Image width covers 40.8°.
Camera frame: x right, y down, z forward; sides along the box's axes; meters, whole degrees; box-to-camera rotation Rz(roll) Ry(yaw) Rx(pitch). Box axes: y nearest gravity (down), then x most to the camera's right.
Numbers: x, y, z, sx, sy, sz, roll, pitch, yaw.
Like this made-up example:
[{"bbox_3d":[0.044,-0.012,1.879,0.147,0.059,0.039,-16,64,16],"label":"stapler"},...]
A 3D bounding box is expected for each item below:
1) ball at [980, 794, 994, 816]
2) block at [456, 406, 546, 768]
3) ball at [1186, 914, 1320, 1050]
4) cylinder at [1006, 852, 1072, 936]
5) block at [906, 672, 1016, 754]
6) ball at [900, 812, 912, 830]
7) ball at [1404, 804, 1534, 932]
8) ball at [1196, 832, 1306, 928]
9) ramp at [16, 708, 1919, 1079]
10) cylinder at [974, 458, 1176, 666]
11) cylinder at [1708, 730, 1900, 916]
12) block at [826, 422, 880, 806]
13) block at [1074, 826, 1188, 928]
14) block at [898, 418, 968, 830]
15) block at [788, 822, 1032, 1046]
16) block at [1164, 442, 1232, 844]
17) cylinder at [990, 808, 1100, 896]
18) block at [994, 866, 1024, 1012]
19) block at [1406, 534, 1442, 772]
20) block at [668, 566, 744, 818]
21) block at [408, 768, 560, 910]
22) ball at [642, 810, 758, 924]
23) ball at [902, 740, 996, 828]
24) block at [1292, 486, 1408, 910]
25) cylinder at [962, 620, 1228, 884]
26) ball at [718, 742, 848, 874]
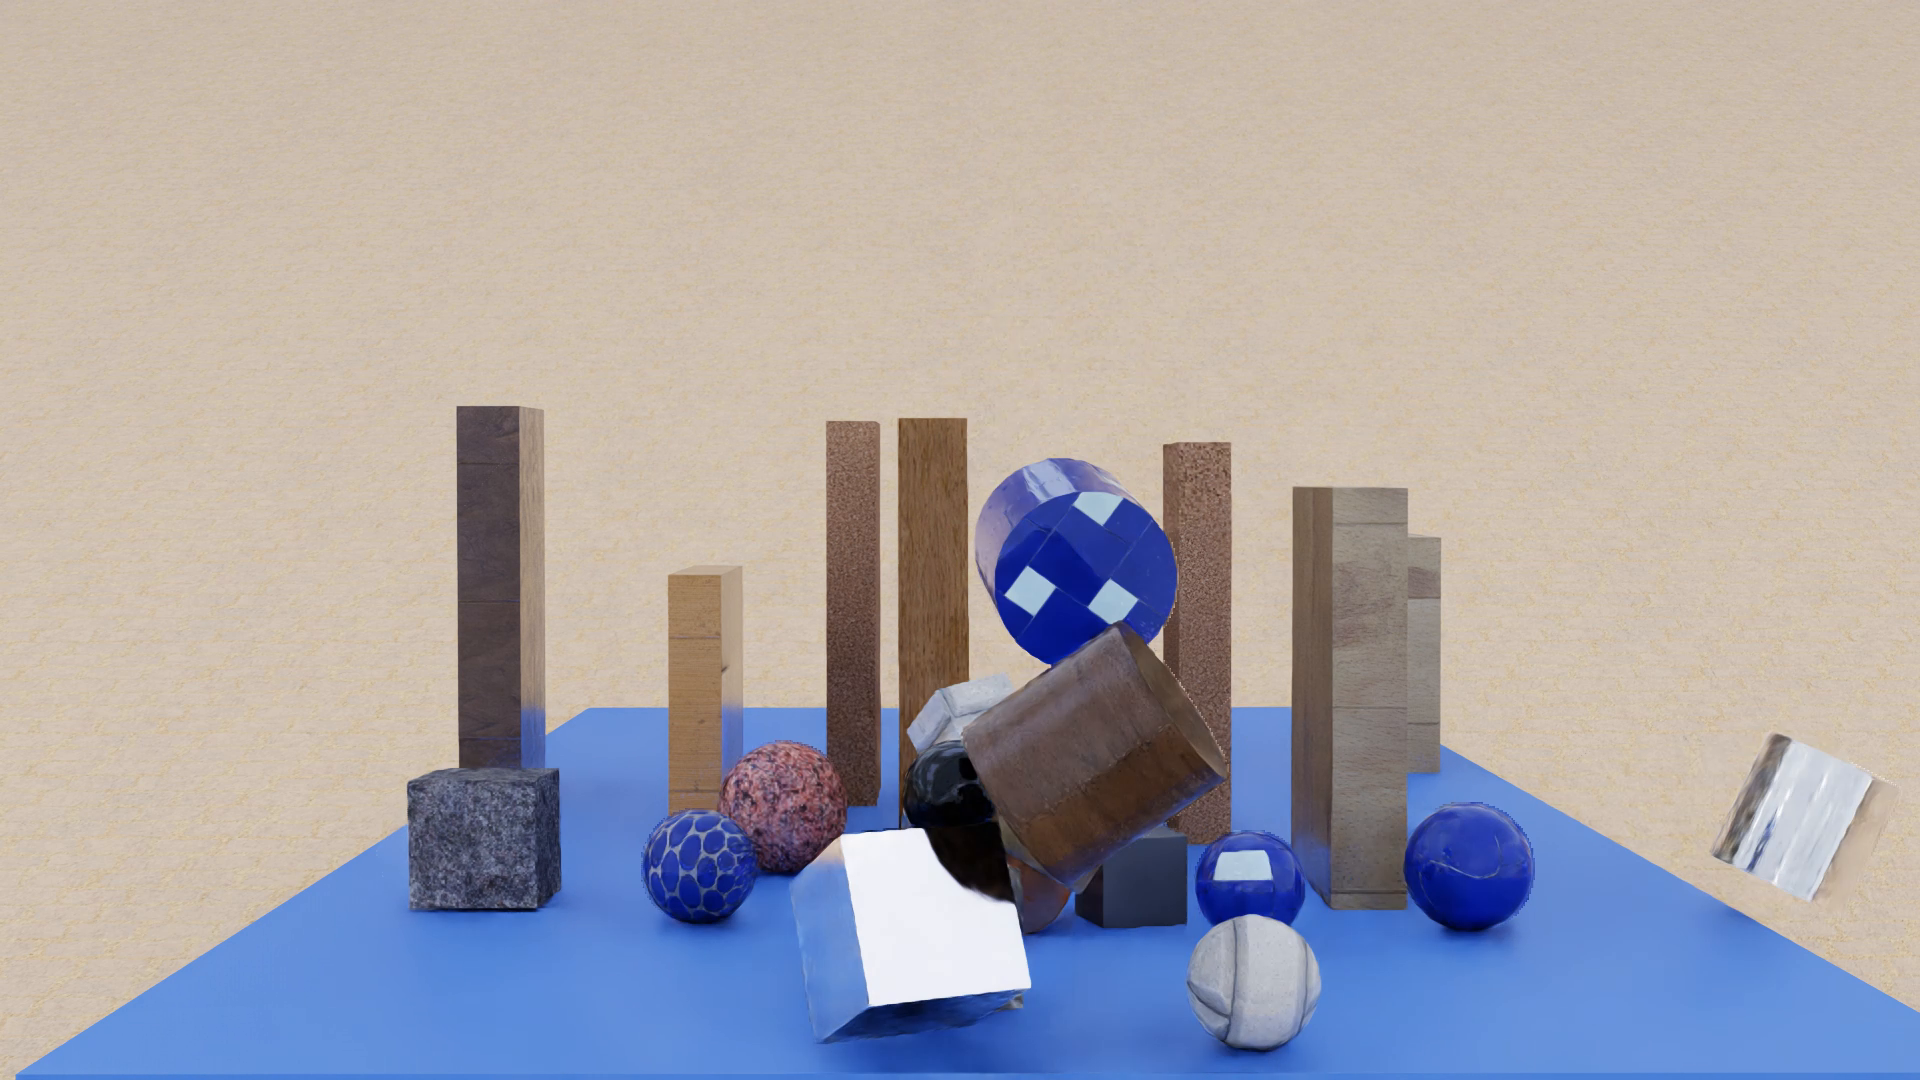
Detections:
[{"bbox_3d":[0.108,0.418,3.894,0.155,0.155,0.155,0,26,0],"label":"ball"},{"bbox_3d":[-0.853,0.113,4.808,0.114,0.718,0.279,0,1,0],"label":"block"},{"bbox_3d":[0.304,0.458,2.672,0.139,0.139,0.139,0,26,0],"label":"ball"},{"bbox_3d":[0.075,0.430,3.391,0.158,0.158,0.158,3,2,7],"label":"cylinder"},{"bbox_3d":[0.018,0.261,3.420,0.110,0.110,0.110,-12,63,-33],"label":"block"},{"bbox_3d":[-0.032,0.436,3.946,0.117,0.117,0.117,0,26,0],"label":"ball"},{"bbox_3d":[0.662,0.426,3.362,0.166,0.166,0.166,0,26,0],"label":"ball"},{"bbox_3d":[0.370,0.442,3.285,0.140,0.140,0.140,0,26,0],"label":"ball"},{"bbox_3d":[0.058,0.528,4.565,2.000,0.100,4.000,0,1,0],"label":"ramp"},{"bbox_3d":[0.128,0.025,2.945,0.204,0.204,0.204,-3,12,-6],"label":"cylinder"},{"bbox_3d":[1.135,0.380,3.467,0.186,0.186,0.186,26,1,-1],"label":"cylinder"},{"bbox_3d":[-0.195,0.129,4.753,0.088,0.689,0.287,0,1,0],"label":"block"},{"bbox_3d":[0.228,0.449,3.447,0.117,0.117,0.117,0,2,-16],"label":"block"},{"bbox_3d":[-0.042,0.147,4.196,0.108,0.681,0.394,0,1,0],"label":"block"},{"bbox_3d":[-0.054,0.406,2.659,0.174,0.174,0.174,-2,68,-23],"label":"block"},{"bbox_3d":[0.393,0.162,4.293,0.083,0.646,0.326,0,1,0],"label":"block"},{"bbox_3d":[0.112,0.313,2.921,0.129,0.129,0.129,30,30,3],"label":"cylinder"},{"bbox_3d":[-0.038,0.444,2.886,0.154,0.154,0.154,-1,1,-34],"label":"block"},{"bbox_3d":[0.884,0.224,5.326,0.140,0.468,0.411,0,1,0],"label":"block"},{"bbox_3d":[-0.432,0.267,4.410,0.087,0.432,0.424,0,1,0],"label":"block"},{"bbox_3d":[-0.661,0.414,3.596,0.174,0.174,0.174,-1,1,2],"label":"block"},{"bbox_3d":[-0.344,0.433,3.416,0.151,0.151,0.151,0,26,0],"label":"ball"},{"bbox_3d":[-0.004,0.305,3.091,0.130,0.130,0.130,0,26,0],"label":"ball"},{"bbox_3d":[0.558,0.212,3.723,0.102,0.576,0.424,0,1,0],"label":"block"},{"bbox_3d":[0.138,0.217,2.634,0.195,0.195,0.195,-35,25,9],"label":"cylinder"},{"bbox_3d":[-0.264,0.400,3.853,0.195,0.195,0.195,0,26,0],"label":"ball"}]
